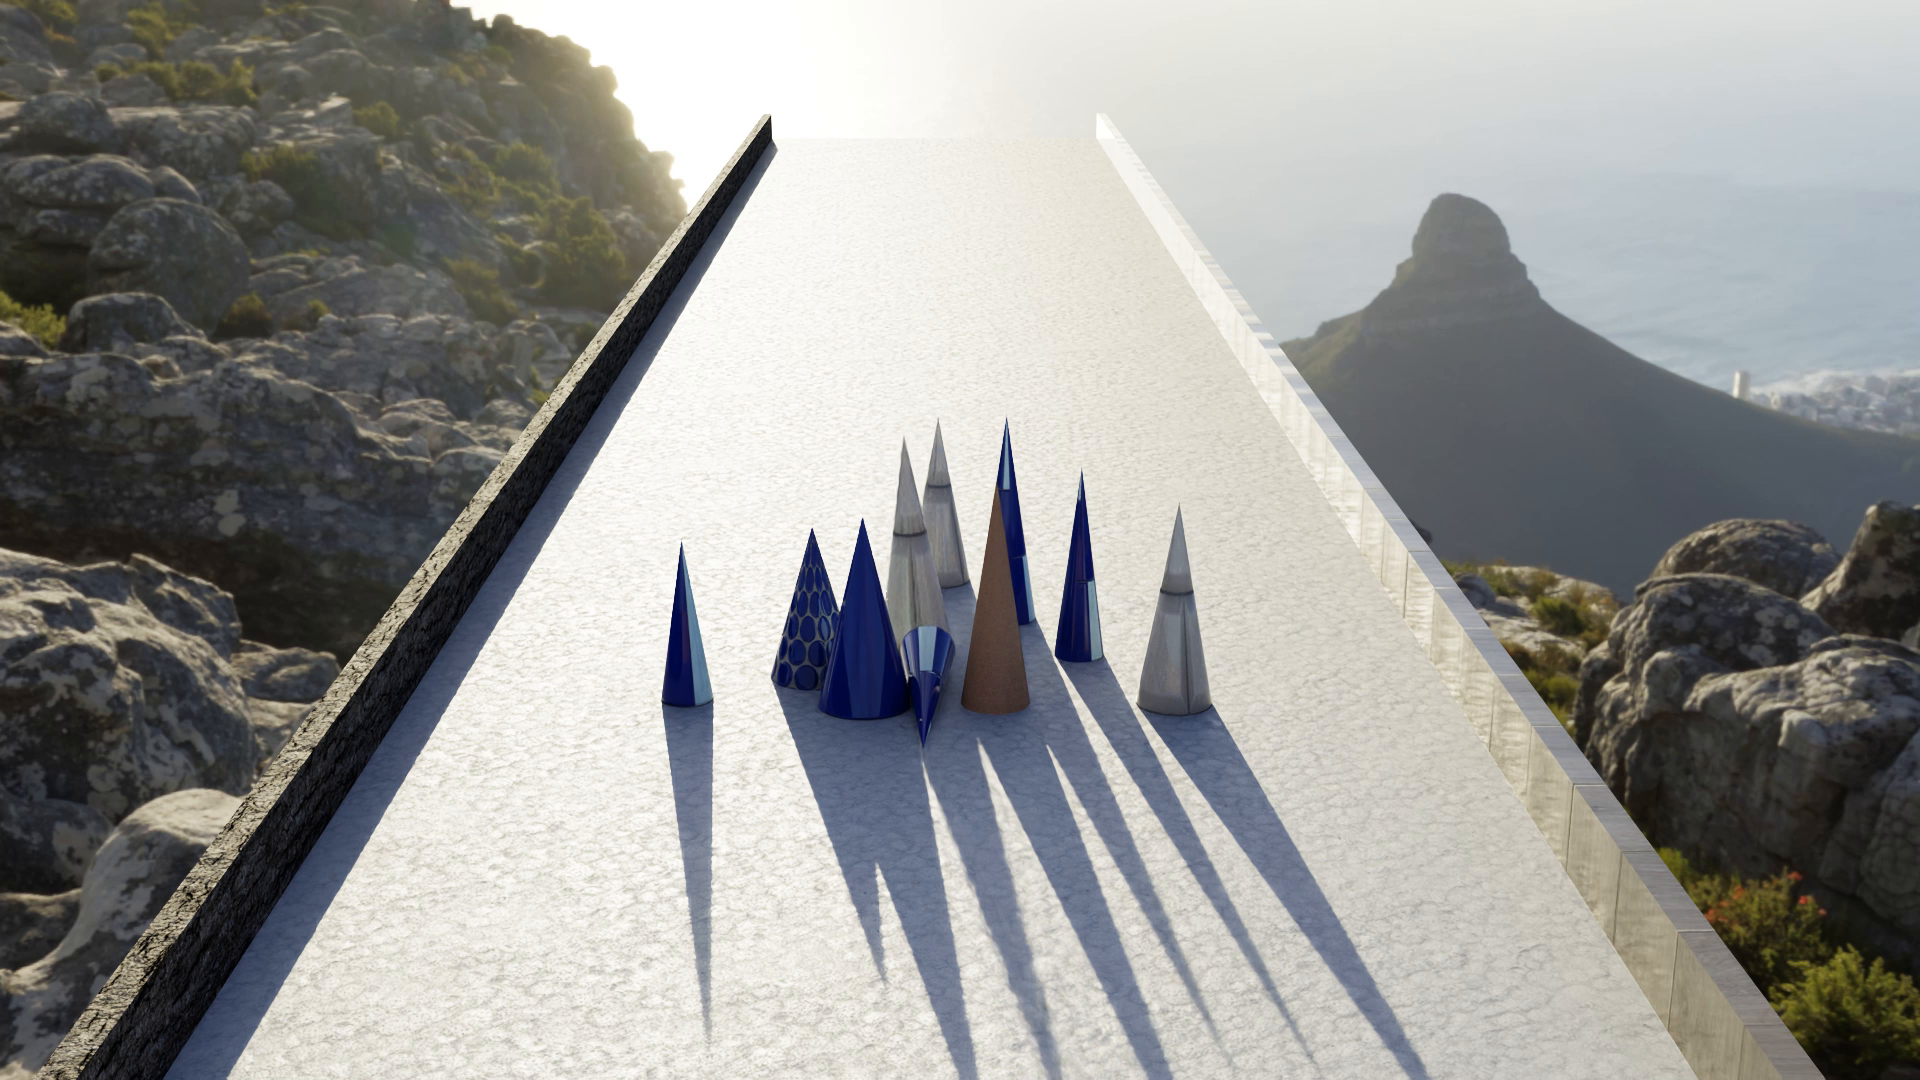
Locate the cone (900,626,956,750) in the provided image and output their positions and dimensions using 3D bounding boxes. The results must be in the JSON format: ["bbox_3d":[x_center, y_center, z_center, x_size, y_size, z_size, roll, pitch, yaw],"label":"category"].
[{"bbox_3d":[-0.065,0.297,4.132,0.109,0.109,0.388,0,25,0],"label":"cone"}]

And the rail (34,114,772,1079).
[{"bbox_3d":[-1.118,-0.838,7.780,0.050,0.150,12.000,0,17,-1],"label":"rail"}]

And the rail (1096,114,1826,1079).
[{"bbox_3d":[0.932,-0.844,7.801,0.050,0.150,12.000,0,17,-1],"label":"rail"}]

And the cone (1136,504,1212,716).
[{"bbox_3d":[0.406,0.119,4.131,0.146,0.397,0.146,0,17,0],"label":"cone"}]

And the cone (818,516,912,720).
[{"bbox_3d":[-0.181,0.133,4.126,0.179,0.373,0.179,0,17,0],"label":"cone"}]

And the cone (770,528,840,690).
[{"bbox_3d":[-0.286,0.119,4.289,0.177,0.307,0.177,0,17,0],"label":"cone"}]

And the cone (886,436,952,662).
[{"bbox_3d":[-0.099,0.004,4.401,0.151,0.455,0.151,-3,17,1],"label":"cone"}]

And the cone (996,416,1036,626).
[{"bbox_3d":[0.097,-0.049,4.613,0.129,0.444,0.129,0,17,0],"label":"cone"}]

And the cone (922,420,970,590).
[{"bbox_3d":[-0.048,-0.092,4.875,0.141,0.376,0.141,0,17,0],"label":"cone"}]

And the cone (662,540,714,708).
[{"bbox_3d":[-0.521,0.149,4.160,0.101,0.323,0.101,0,17,0],"label":"cone"}]

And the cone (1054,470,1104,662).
[{"bbox_3d":[0.240,0.041,4.394,0.102,0.396,0.102,0,17,0],"label":"cone"}]

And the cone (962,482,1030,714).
[{"bbox_3d":[0.068,0.097,4.126,0.132,0.441,0.132,0,17,0],"label":"cone"}]
